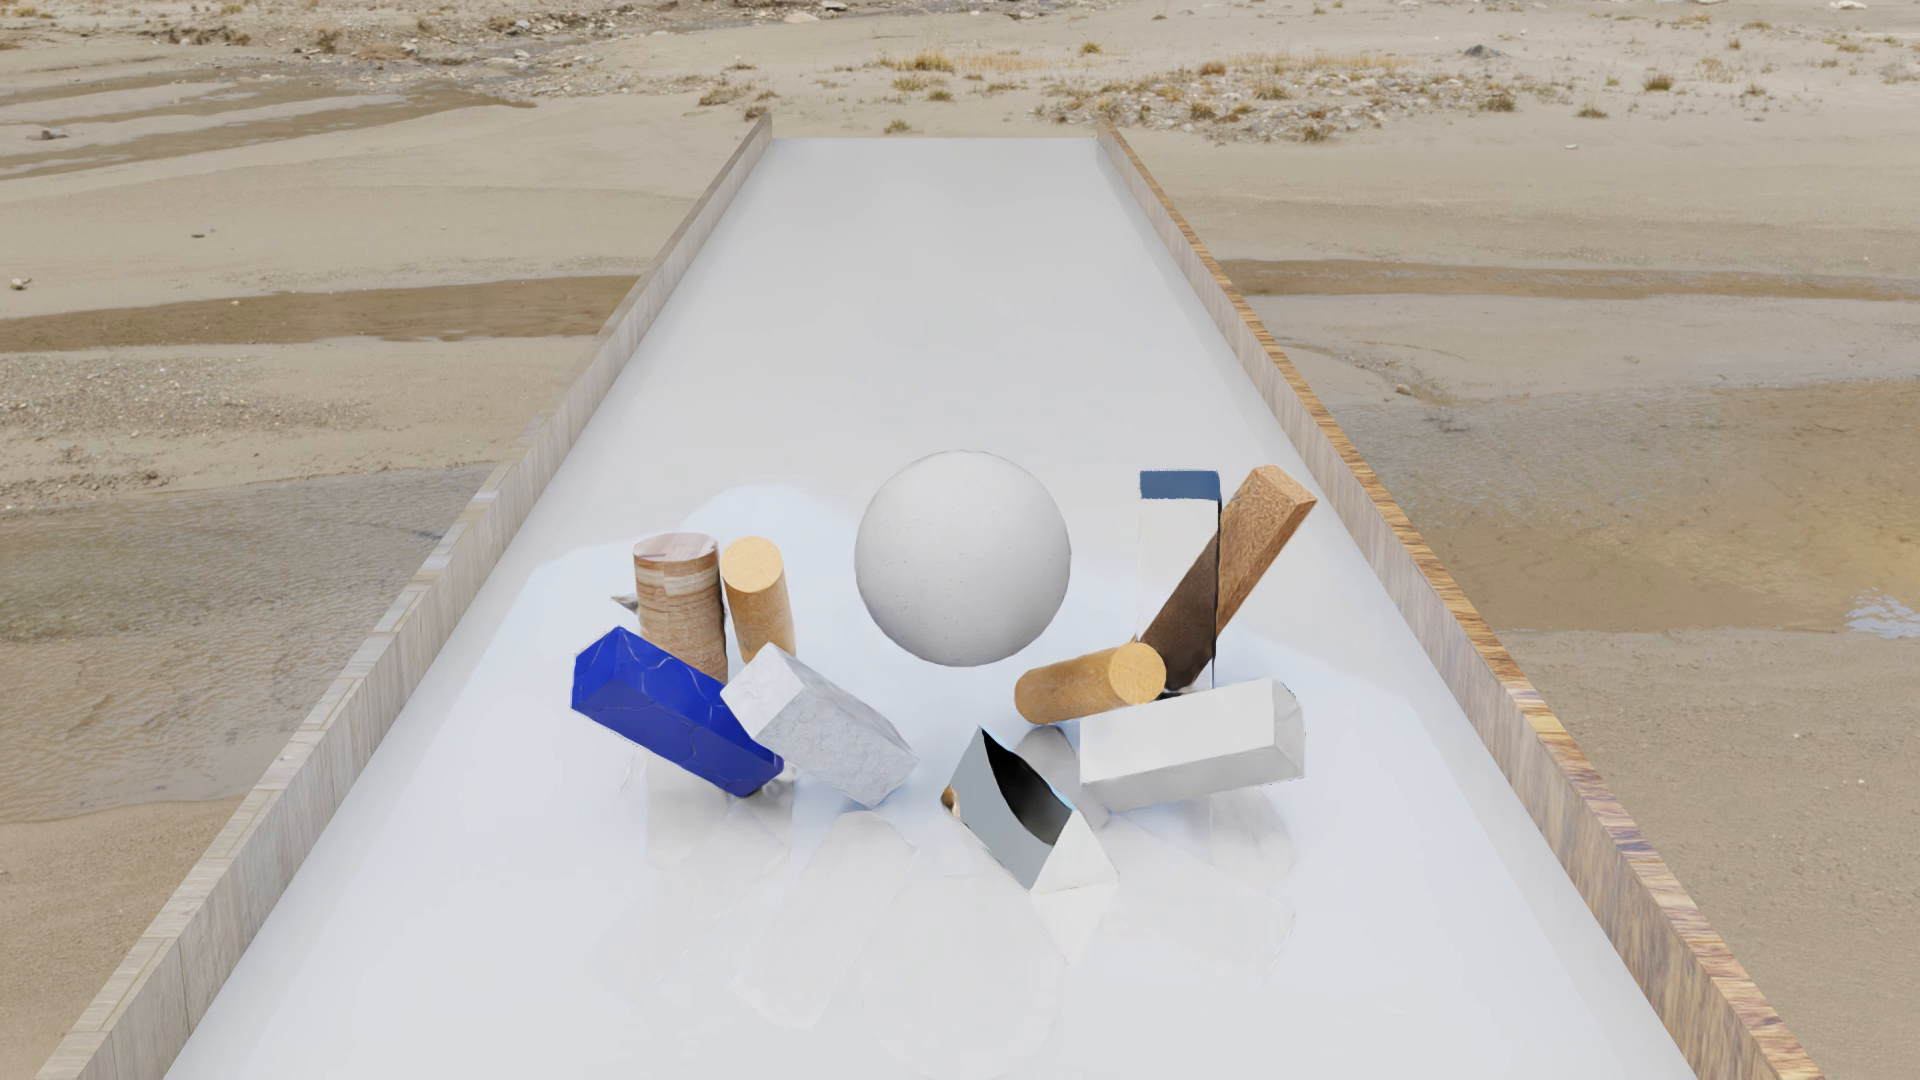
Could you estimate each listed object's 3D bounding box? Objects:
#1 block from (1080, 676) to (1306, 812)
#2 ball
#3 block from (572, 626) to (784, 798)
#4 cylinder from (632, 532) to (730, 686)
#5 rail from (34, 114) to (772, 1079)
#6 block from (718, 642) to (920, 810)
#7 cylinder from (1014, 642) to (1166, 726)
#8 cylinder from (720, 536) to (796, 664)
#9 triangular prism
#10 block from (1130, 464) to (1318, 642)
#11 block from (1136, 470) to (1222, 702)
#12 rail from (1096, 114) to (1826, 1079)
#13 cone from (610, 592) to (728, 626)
[{"bbox_3d":[0.378,0.337,3.598,0.345,0.122,0.122,-15,-36,27],"label":"block"},{"bbox_3d":[0.005,0.031,3.736,0.370,0.370,0.370,0,17,0],"label":"ball"},{"bbox_3d":[-0.462,0.289,3.649,0.365,0.108,0.108,34,36,-33],"label":"block"},{"bbox_3d":[-0.521,0.159,4.125,0.158,0.313,0.158,-2,20,1],"label":"cylinder"},{"bbox_3d":[-1.118,-0.838,7.780,0.050,0.150,12.000,0,17,-1],"label":"rail"},{"bbox_3d":[-0.225,0.307,3.593,0.117,0.117,0.358,48,6,39],"label":"block"},{"bbox_3d":[0.223,0.257,3.882,0.106,0.106,0.424,-7,-7,-22],"label":"cylinder"},{"bbox_3d":[-0.381,0.128,4.188,0.114,0.114,0.389,0,-26,0],"label":"cylinder"},{"bbox_3d":[0.107,0.425,3.562,0.149,0.129,0.386,-6,18,-20],"label":"triangular prism"},{"bbox_3d":[0.505,0.063,4.238,0.110,0.436,0.110,41,23,19],"label":"block"},{"bbox_3d":[0.404,0.100,4.102,0.144,0.436,0.144,1,23,4],"label":"block"},{"bbox_3d":[0.932,-0.844,7.801,0.050,0.150,12.000,0,17,-1],"label":"rail"},{"bbox_3d":[-0.600,0.130,4.321,0.141,0.141,0.355,7,-5,22],"label":"cone"}]
